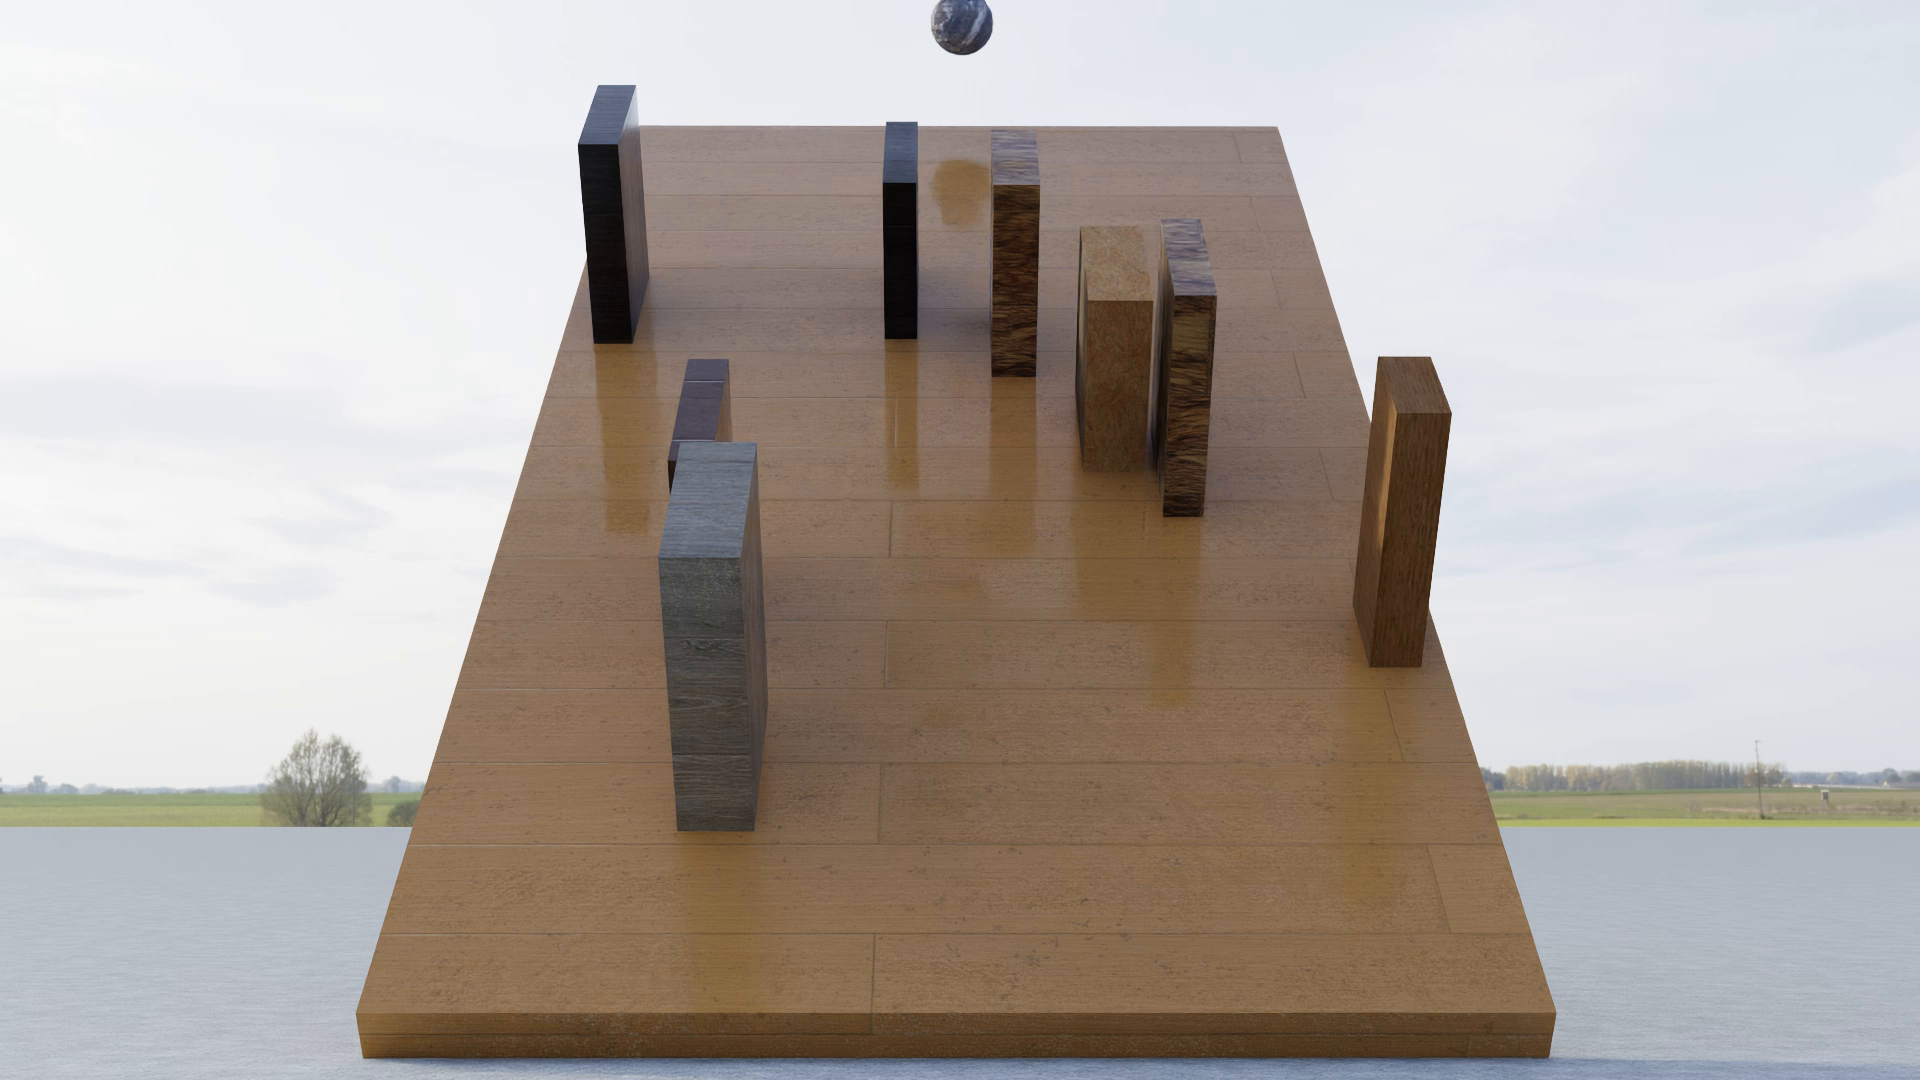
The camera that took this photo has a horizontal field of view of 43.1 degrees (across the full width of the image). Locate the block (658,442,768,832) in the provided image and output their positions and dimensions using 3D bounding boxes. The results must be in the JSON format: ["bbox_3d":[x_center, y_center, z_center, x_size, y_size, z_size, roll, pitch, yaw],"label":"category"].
[{"bbox_3d":[-0.448,0.177,4.489,0.141,0.589,0.411,0,31,0],"label":"block"}]

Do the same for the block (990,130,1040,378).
[{"bbox_3d":[0.134,-0.714,6.048,0.110,0.512,0.351,0,31,0],"label":"block"}]

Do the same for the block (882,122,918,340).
[{"bbox_3d":[-0.151,-0.803,6.275,0.083,0.429,0.410,0,31,0],"label":"block"}]

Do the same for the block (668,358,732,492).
[{"bbox_3d":[-0.523,-0.059,4.987,0.084,0.479,0.433,0,31,0],"label":"block"}]

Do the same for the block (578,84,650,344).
[{"bbox_3d":[-0.882,-0.835,6.217,0.099,0.539,0.408,0,31,0],"label":"block"}]

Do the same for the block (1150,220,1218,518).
[{"bbox_3d":[0.500,-0.389,5.478,0.090,0.546,0.404,0,31,0],"label":"block"}]

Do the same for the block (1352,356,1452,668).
[{"bbox_3d":[0.884,-0.054,4.886,0.105,0.584,0.240,0,31,0],"label":"block"}]

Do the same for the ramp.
[{"bbox_3d":[-0.014,-0.200,5.787,2.000,0.100,4.000,0,31,0],"label":"ramp"}]

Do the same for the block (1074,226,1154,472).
[{"bbox_3d":[0.356,-0.450,5.684,0.144,0.437,0.409,0,31,0],"label":"block"}]

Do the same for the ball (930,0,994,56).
[{"bbox_3d":[0.006,-1.597,7.515,0.195,0.195,0.195,0,-7,0],"label":"ball"}]
